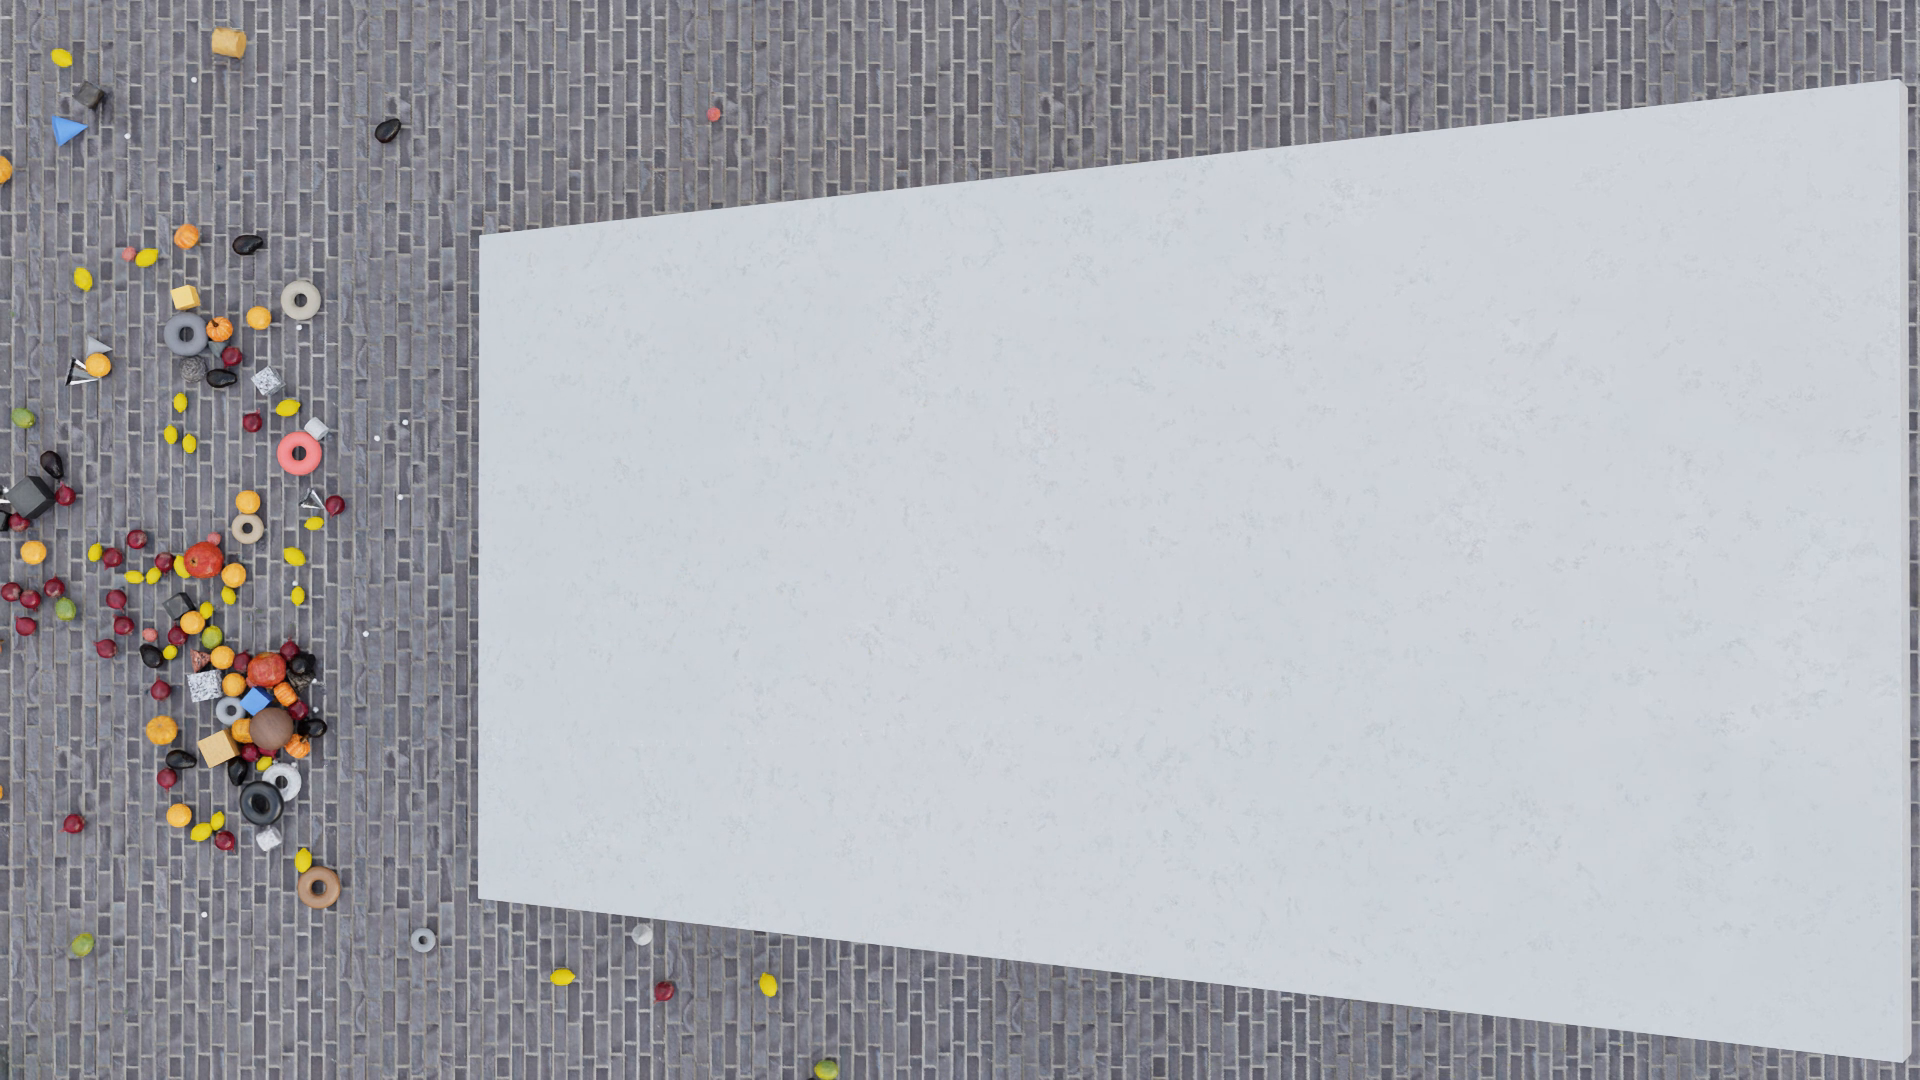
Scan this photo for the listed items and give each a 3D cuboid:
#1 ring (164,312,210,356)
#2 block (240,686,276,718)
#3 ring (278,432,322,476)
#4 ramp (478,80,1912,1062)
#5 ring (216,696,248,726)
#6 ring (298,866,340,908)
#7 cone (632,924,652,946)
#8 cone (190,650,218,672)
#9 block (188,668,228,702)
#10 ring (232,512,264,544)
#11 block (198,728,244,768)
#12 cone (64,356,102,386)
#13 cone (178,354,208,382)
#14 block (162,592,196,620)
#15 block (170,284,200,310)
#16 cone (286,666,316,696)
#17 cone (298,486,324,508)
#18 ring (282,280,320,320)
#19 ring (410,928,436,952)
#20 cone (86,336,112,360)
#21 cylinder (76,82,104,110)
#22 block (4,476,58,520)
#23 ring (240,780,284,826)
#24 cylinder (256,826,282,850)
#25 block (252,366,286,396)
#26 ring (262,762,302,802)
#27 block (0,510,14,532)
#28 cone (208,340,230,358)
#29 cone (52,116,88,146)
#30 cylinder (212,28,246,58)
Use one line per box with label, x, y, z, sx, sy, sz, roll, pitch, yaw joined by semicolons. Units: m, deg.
ring;-2.357;-0.627;6.701;0.139;0.046;0.139;0;88;0
block;-2.134;0.492;6.681;0.066;0.066;0.066;41;90;0
ring;-2.013;-0.264;6.699;0.135;0.045;0.135;0;88;-1
ramp;0.258;0.071;5.594;4.000;0.100;2.000;0;89;33
ring;-2.219;0.519;6.699;0.095;0.032;0.095;0;91;0
ring;-1.950;1.057;6.688;0.131;0.044;0.131;0;90;-1
cone;-0.970;1.204;6.676;0.063;0.063;0.063;0;90;0
cone;-2.296;0.362;6.698;0.076;0.076;0.076;-11;89;-27
block;-2.282;0.441;6.673;0.083;0.083;0.083;-11;90;0
ring;-2.171;-0.036;6.703;0.098;0.033;0.098;0;91;0
block;-2.241;0.630;6.670;0.087;0.087;0.087;-26;90;0
cone;-2.666;-0.503;6.701;0.097;0.097;0.097;14;89;-26
cone;-2.344;-0.524;6.679;0.088;0.088;0.088;0;90;0
block;-2.374;0.202;6.686;0.061;0.061;0.061;-33;90;0
block;-2.358;-0.737;6.696;0.058;0.058;0.058;-17;90;0
cone;-2.012;0.444;6.696;0.086;0.086;0.086;18;116;0
cone;-1.966;-0.114;6.704;0.072;0.072;0.072;35;90;-26
ring;-2.010;-0.731;6.705;0.122;0.041;0.122;0;91;0
ring;-1.635;1.217;6.695;0.077;0.026;0.077;0;91;1
cone;-2.622;-0.585;6.707;0.074;0.074;0.074;3;89;-27
cylinder;-2.651;-1.355;6.699;0.063;0.063;0.063;32;90;0
block;-2.818;-0.129;6.674;0.092;0.092;0.092;-39;90;0
ring;-2.116;0.798;6.665;0.143;0.048;0.143;3;102;12
cylinder;-2.099;0.907;6.684;0.054;0.054;0.054;-28;90;0
block;-2.103;-0.482;6.691;0.064;0.064;0.064;-35;90;0
ring;-2.065;0.737;6.692;0.121;0.040;0.121;0;91;1
block;-2.926;-0.062;6.691;0.055;0.055;0.055;21;90;0
cone;-2.252;-0.596;6.710;0.059;0.059;0.059;-38;90;-27
cone;-2.708;-1.256;6.708;0.096;0.096;0.096;-16;89;-27
cylinder;-2.226;-1.513;6.693;0.077;0.077;0.077;14;90;-4
